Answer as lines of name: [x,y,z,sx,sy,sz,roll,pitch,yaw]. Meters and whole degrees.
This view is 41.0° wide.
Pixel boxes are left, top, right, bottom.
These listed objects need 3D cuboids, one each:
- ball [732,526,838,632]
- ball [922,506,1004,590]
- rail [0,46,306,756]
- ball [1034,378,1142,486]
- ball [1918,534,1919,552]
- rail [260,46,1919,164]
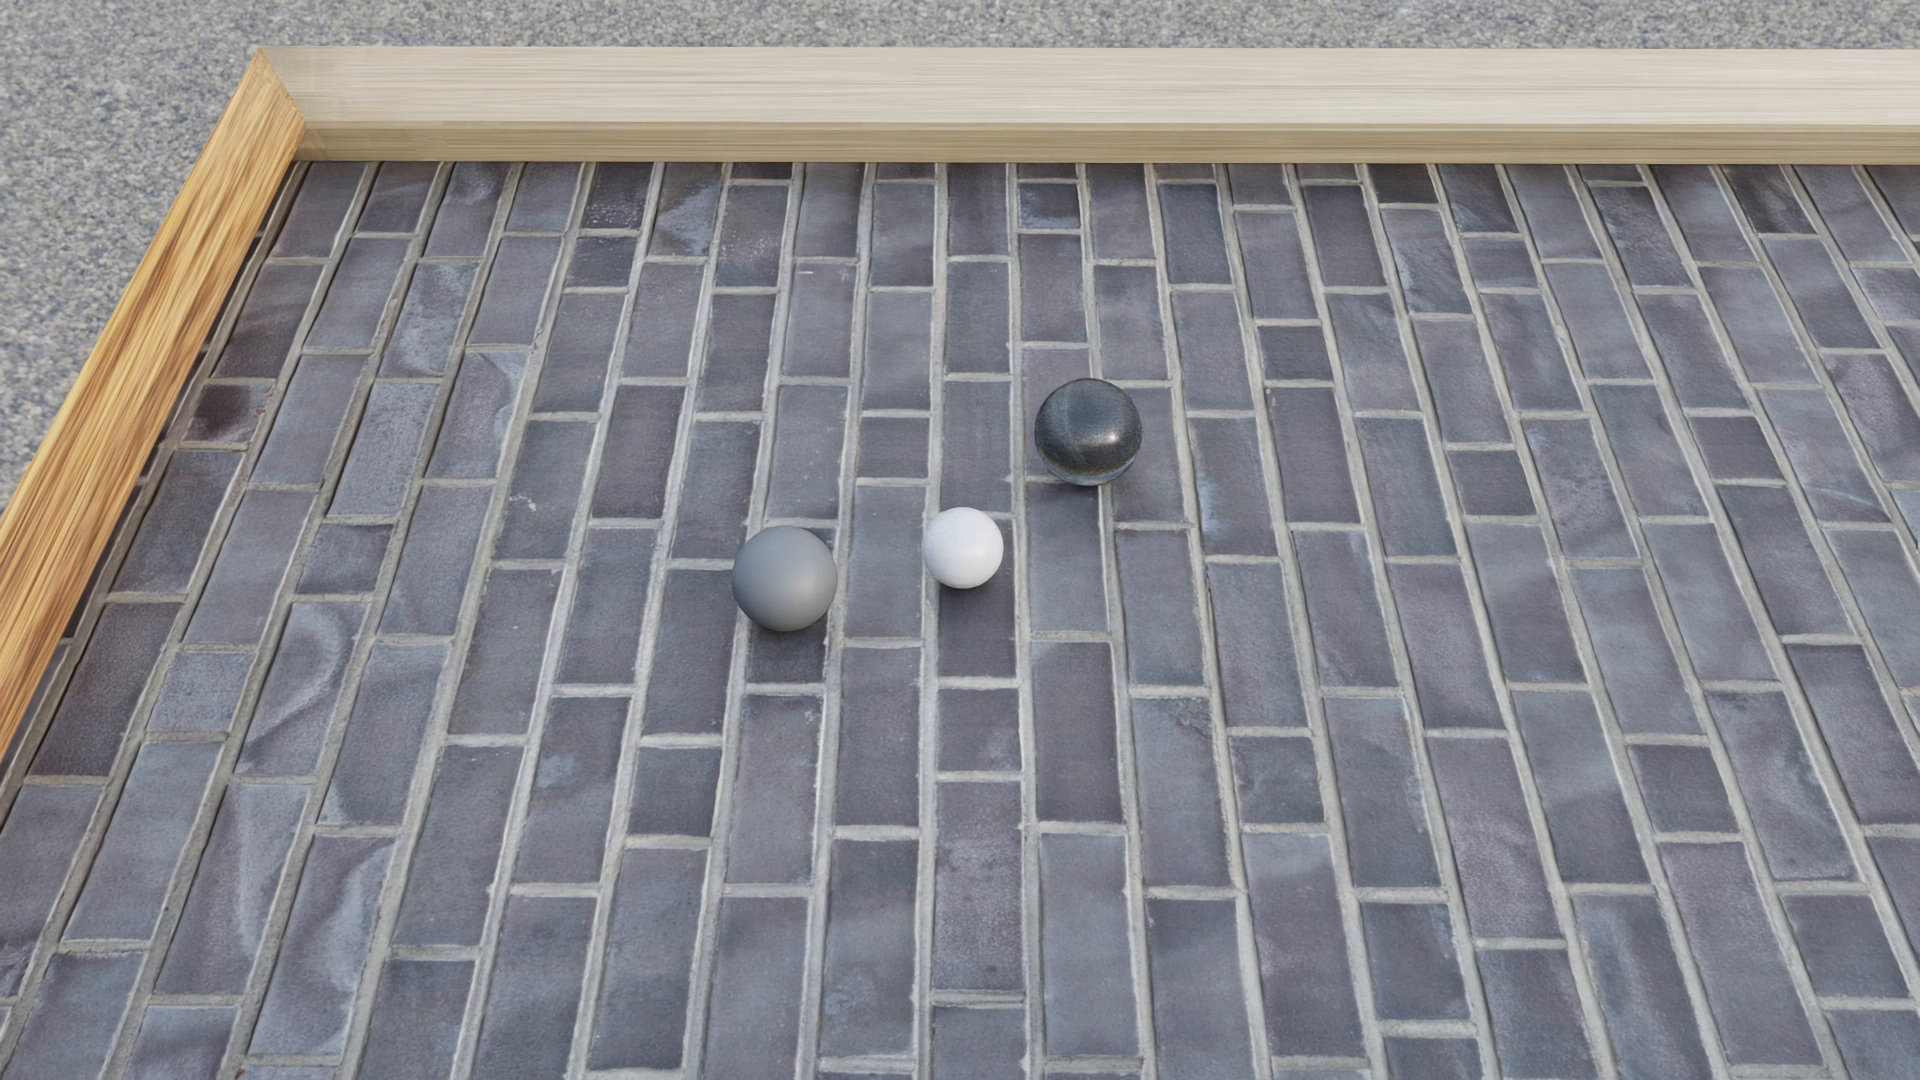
ball: [-0.124,0.027,1.817,0.075,0.075,0.075,0,35,0]
ball: [0.002,0.006,1.861,0.060,0.060,0.060,0,35,0]
rail: [-0.628,-0.020,1.848,0.045,0.115,1.356,0,35,0]
ball: [0.098,-0.082,1.966,0.083,0.083,0.083,0,35,0]
ball: [0.735,0.002,1.842,0.089,0.089,0.089,0,35,0]
rail: [0.656,-0.392,2.378,2.608,0.115,0.045,0,35,0]
